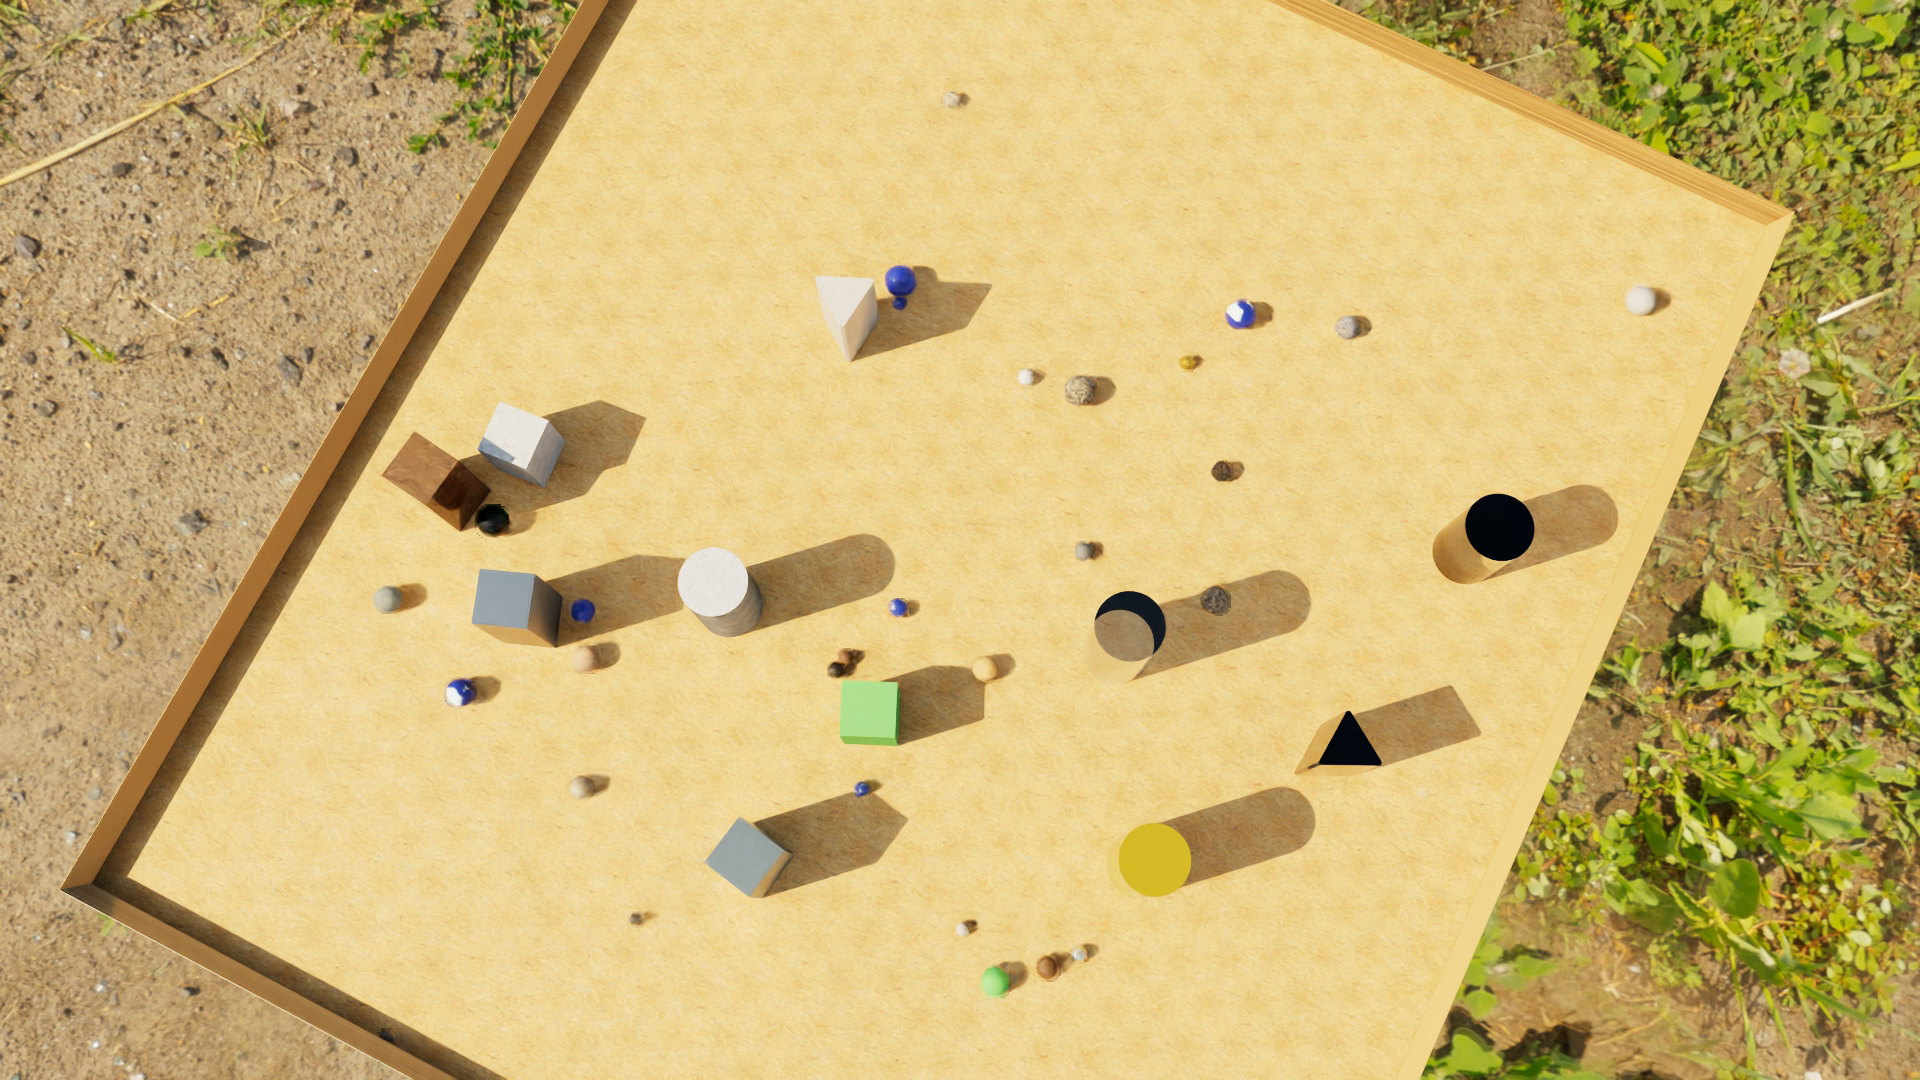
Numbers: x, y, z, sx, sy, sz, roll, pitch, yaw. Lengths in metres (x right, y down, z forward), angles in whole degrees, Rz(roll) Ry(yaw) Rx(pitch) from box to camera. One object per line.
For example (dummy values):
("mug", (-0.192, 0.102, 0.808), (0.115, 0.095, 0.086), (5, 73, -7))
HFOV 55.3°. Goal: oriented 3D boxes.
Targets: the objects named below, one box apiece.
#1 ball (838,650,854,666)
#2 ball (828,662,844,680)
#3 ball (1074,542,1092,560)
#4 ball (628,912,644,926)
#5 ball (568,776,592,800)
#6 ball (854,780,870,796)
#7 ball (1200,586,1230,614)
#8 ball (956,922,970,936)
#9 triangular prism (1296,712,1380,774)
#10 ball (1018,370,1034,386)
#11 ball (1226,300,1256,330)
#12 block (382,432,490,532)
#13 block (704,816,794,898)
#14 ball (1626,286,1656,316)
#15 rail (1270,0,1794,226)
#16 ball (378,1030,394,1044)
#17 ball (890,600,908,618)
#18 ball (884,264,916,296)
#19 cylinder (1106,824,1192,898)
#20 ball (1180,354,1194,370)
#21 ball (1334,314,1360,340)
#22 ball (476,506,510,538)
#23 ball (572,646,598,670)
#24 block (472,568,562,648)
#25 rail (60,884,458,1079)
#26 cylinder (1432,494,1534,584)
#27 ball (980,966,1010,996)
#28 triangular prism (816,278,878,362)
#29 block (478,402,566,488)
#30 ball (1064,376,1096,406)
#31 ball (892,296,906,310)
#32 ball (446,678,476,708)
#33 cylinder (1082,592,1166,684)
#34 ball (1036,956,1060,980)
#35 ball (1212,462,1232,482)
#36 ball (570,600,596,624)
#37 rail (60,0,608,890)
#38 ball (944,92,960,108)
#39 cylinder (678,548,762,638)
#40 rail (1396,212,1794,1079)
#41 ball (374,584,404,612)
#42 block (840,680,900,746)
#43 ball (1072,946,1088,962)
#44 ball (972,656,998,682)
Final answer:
("ball", (-0.343, 0.354, 5.519), (0.047, 0.047, 0.047), (0, 78, 0))
("ball", (-0.372, 0.392, 5.509), (0.051, 0.051, 0.051), (0, 78, 0))
("ball", (0.376, 0.035, 5.580), (0.057, 0.057, 0.057), (0, 78, 0))
("ball", (-0.948, 1.110, 5.366), (0.042, 0.042, 0.042), (0, 78, 0))
("ball", (-1.124, 0.734, 5.429), (0.070, 0.070, 0.070), (0, 78, 0))
("ball", (-0.290, 0.737, 5.441), (0.045, 0.045, 0.045), (0, 78, 0))
("ball", (0.770, 0.181, 5.536), (0.085, 0.085, 0.085), (0, 78, 0))
("ball", (0.009, 1.137, 5.361), (0.041, 0.041, 0.041), (0, 78, 0))
("triangular prism", (1.086, 0.588, 5.299), (0.173, 0.384, 0.149), (0, 78, 0))
("ball", (0.205, -0.505, 5.695), (0.051, 0.051, 0.051), (0, 78, 0))
("ball", (0.875, -0.701, 5.714), (0.094, 0.094, 0.094), (0, 78, 0))
("block", (-1.556, -0.170, 5.461), (0.159, 0.373, 0.159), (33, 80, 6))
("block", (-0.601, 0.914, 5.258), (0.159, 0.331, 0.159), (36, 81, 7))
("ball", (2.127, -0.747, 5.723), (0.094, 0.094, 0.094), (0, 78, 0))
("rail", (0.923, -1.800, 5.922), (3.716, 0.129, 0.045), (26, 80, 5))
("ball", (-1.658, 1.438, 5.296), (0.045, 0.045, 0.045), (0, 78, 0))
("ball", (-0.187, 0.208, 5.546), (0.055, 0.055, 0.055), (0, 78, 0))
("ball", (-0.188, -0.812, 5.734), (0.100, 0.100, 0.100), (0, 78, 0))
("cylinder", (0.533, 0.917, 5.215), (0.199, 0.416, 0.199), (0, 78, 0))
("ball", (0.707, -0.553, 5.707), (0.047, 0.047, 0.047), (0, 78, 0))
("ball", (1.208, -0.663, 5.716), (0.083, 0.083, 0.083), (0, 78, 0))
("ball", (-1.421, -0.056, 5.578), (0.099, 0.099, 0.099), (0, 78, 0))
("ball", (-1.124, 0.355, 5.501), (0.074, 0.074, 0.074), (0, 78, 0))
("block", (-1.296, 0.204, 5.383), (0.159, 0.374, 0.159), (5, 78, 1))
("rail", (-0.923, 1.814, 5.174), (3.716, 0.129, 0.045), (26, 80, 5))
("cylinder", (1.545, 0.001, 5.427), (0.199, 0.372, 0.199), (0, 78, 0))
("ball", (0.101, 1.278, 5.309), (0.085, 0.085, 0.085), (0, 78, 0))
("triangular prism", (-0.364, -0.702, 5.583), (0.149, 0.351, 0.173), (32, 80, 6))
("block", (-1.325, -0.287, 5.551), (0.159, 0.244, 0.159), (21, 79, 4))
("ball", (0.371, -0.461, 5.663), (0.097, 0.097, 0.097), (0, 78, 0))
("ball", (-0.190, -0.743, 5.749), (0.041, 0.041, 0.041), (0, 78, 0))
("ball", (-1.491, 0.455, 5.477), (0.088, 0.088, 0.088), (0, 78, 0))
("cylinder", (0.471, 0.288, 5.308), (0.199, 0.488, 0.199), (0, 78, 0))
("ball", (0.254, 1.242, 5.325), (0.068, 0.068, 0.068), (0, 78, 0))
("ball", (0.804, -0.210, 5.628), (0.064, 0.064, 0.064), (0, 78, 0))
("ball", (-1.138, 0.215, 5.535), (0.073, 0.073, 0.073), (0, 78, 0))
("rail", (-1.641, -0.796, 5.714), (0.045, 0.129, 4.174), (26, 80, 5))
("ball", (-0.028, -1.413, 5.883), (0.051, 0.051, 0.051), (0, 78, 0))
("cylinder", (-0.700, 0.158, 5.382), (0.199, 0.394, 0.199), (0, 78, 0))
("rail", (1.641, 0.810, 5.382), (0.045, 0.129, 4.174), (26, 80, 5))
("ball", (-1.724, 0.177, 5.537), (0.084, 0.084, 0.084), (0, 78, 0))
("block", (-0.263, 0.511, 5.382), (0.159, 0.253, 0.159), (2, 78, 0))
("ball", (0.349, 1.206, 5.343), (0.047, 0.047, 0.047), (0, 78, 0))
("ball", (0.076, 0.385, 5.497), (0.079, 0.079, 0.079), (0, 78, 0))
